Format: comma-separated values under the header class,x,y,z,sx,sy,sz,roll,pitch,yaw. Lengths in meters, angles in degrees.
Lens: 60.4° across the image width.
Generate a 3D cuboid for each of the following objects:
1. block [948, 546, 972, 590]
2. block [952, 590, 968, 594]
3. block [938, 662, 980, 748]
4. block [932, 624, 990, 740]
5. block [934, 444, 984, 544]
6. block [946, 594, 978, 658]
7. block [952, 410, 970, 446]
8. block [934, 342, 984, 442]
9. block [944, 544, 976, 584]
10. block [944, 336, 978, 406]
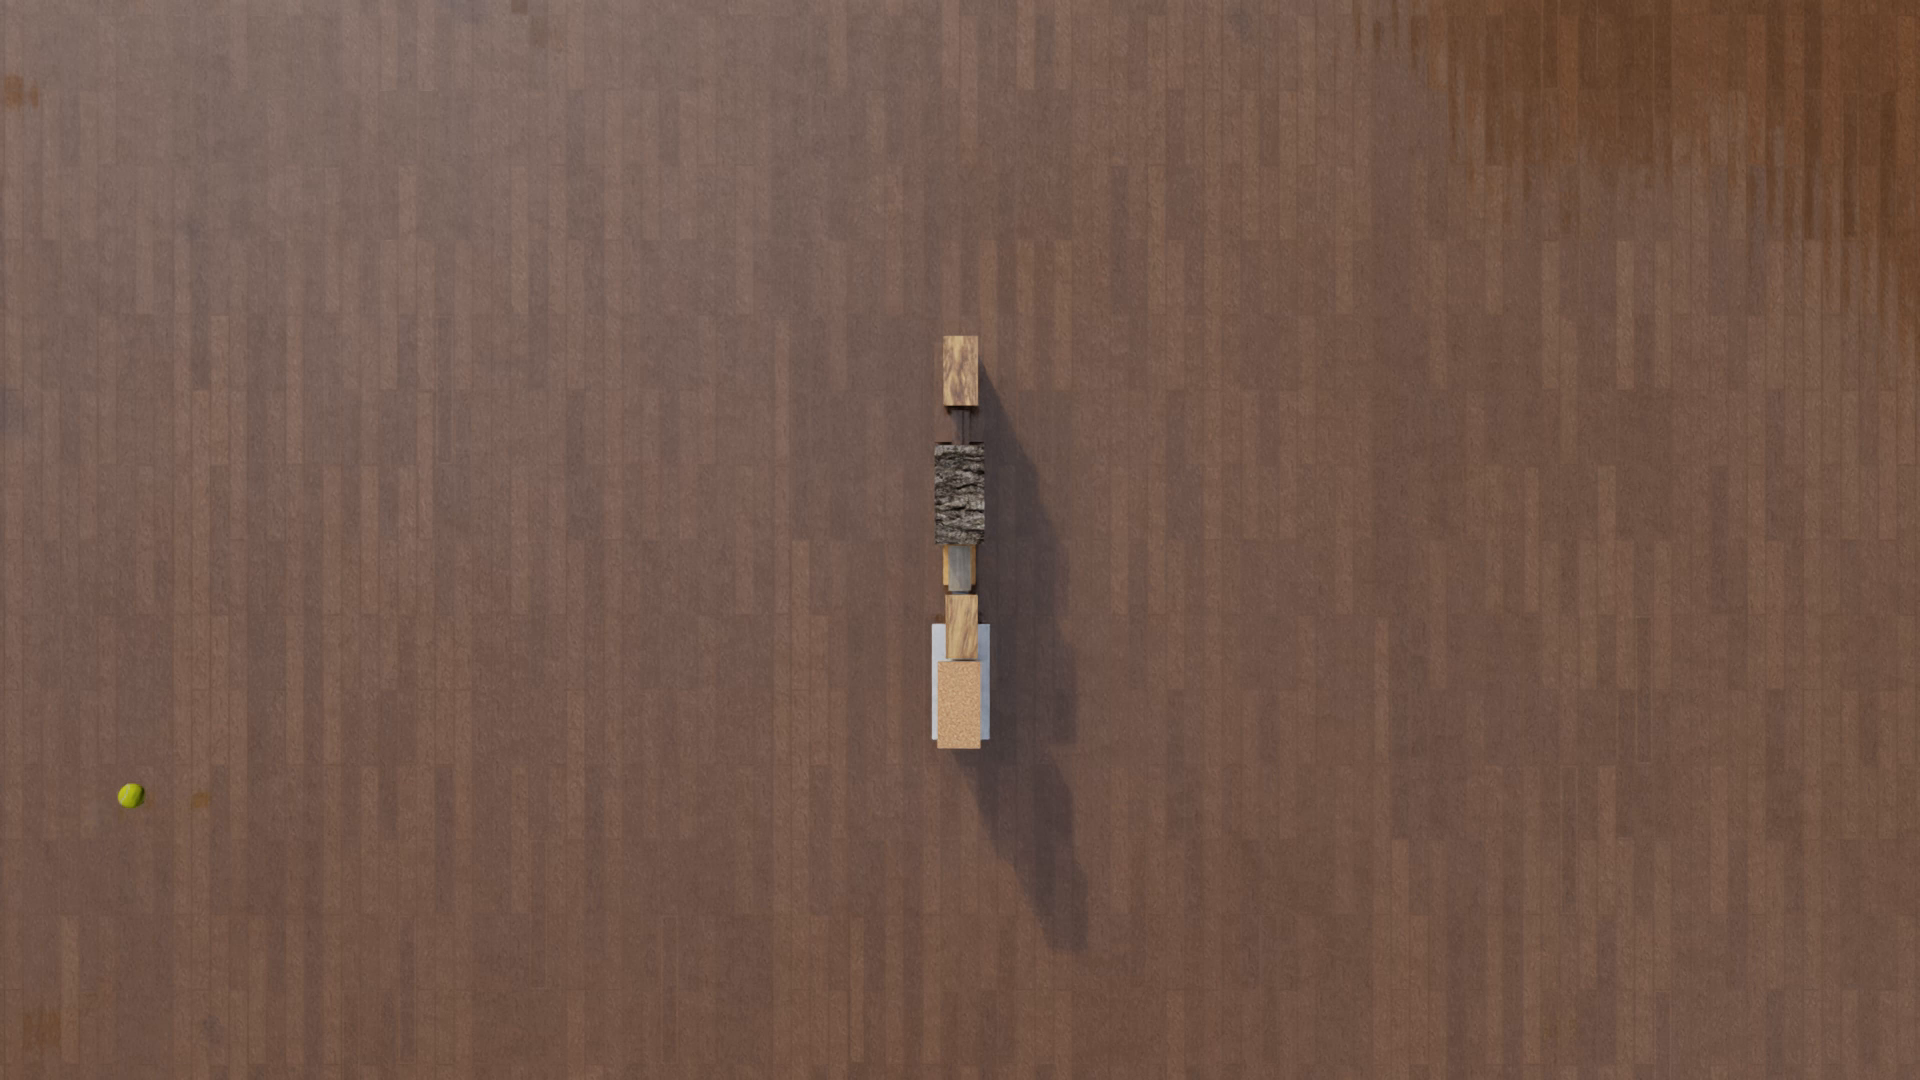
class,x,y,z,sx,sy,sz,roll,pitch,yaw
block,-0.001,0.088,5.115,0.070,0.020,0.140,0,90,0
block,0.001,0.202,5.384,0.054,0.015,0.108,0,90,0
block,-0.003,0.482,4.825,0.126,0.036,0.251,0,90,0
block,0.003,0.438,5.119,0.178,0.050,0.356,0,90,0
block,-0.001,-0.135,4.919,0.148,0.042,0.295,0,90,0
block,0.005,0.257,4.892,0.095,0.027,0.189,0,90,0
block,0.001,-0.342,5.029,0.054,0.015,0.109,0,90,0
block,-0.002,-0.461,5.168,0.155,0.044,0.310,0,90,0
block,-0.002,0.040,5.279,0.103,0.029,0.206,0,90,0
block,0.002,-0.504,4.925,0.103,0.029,0.206,0,90,0
